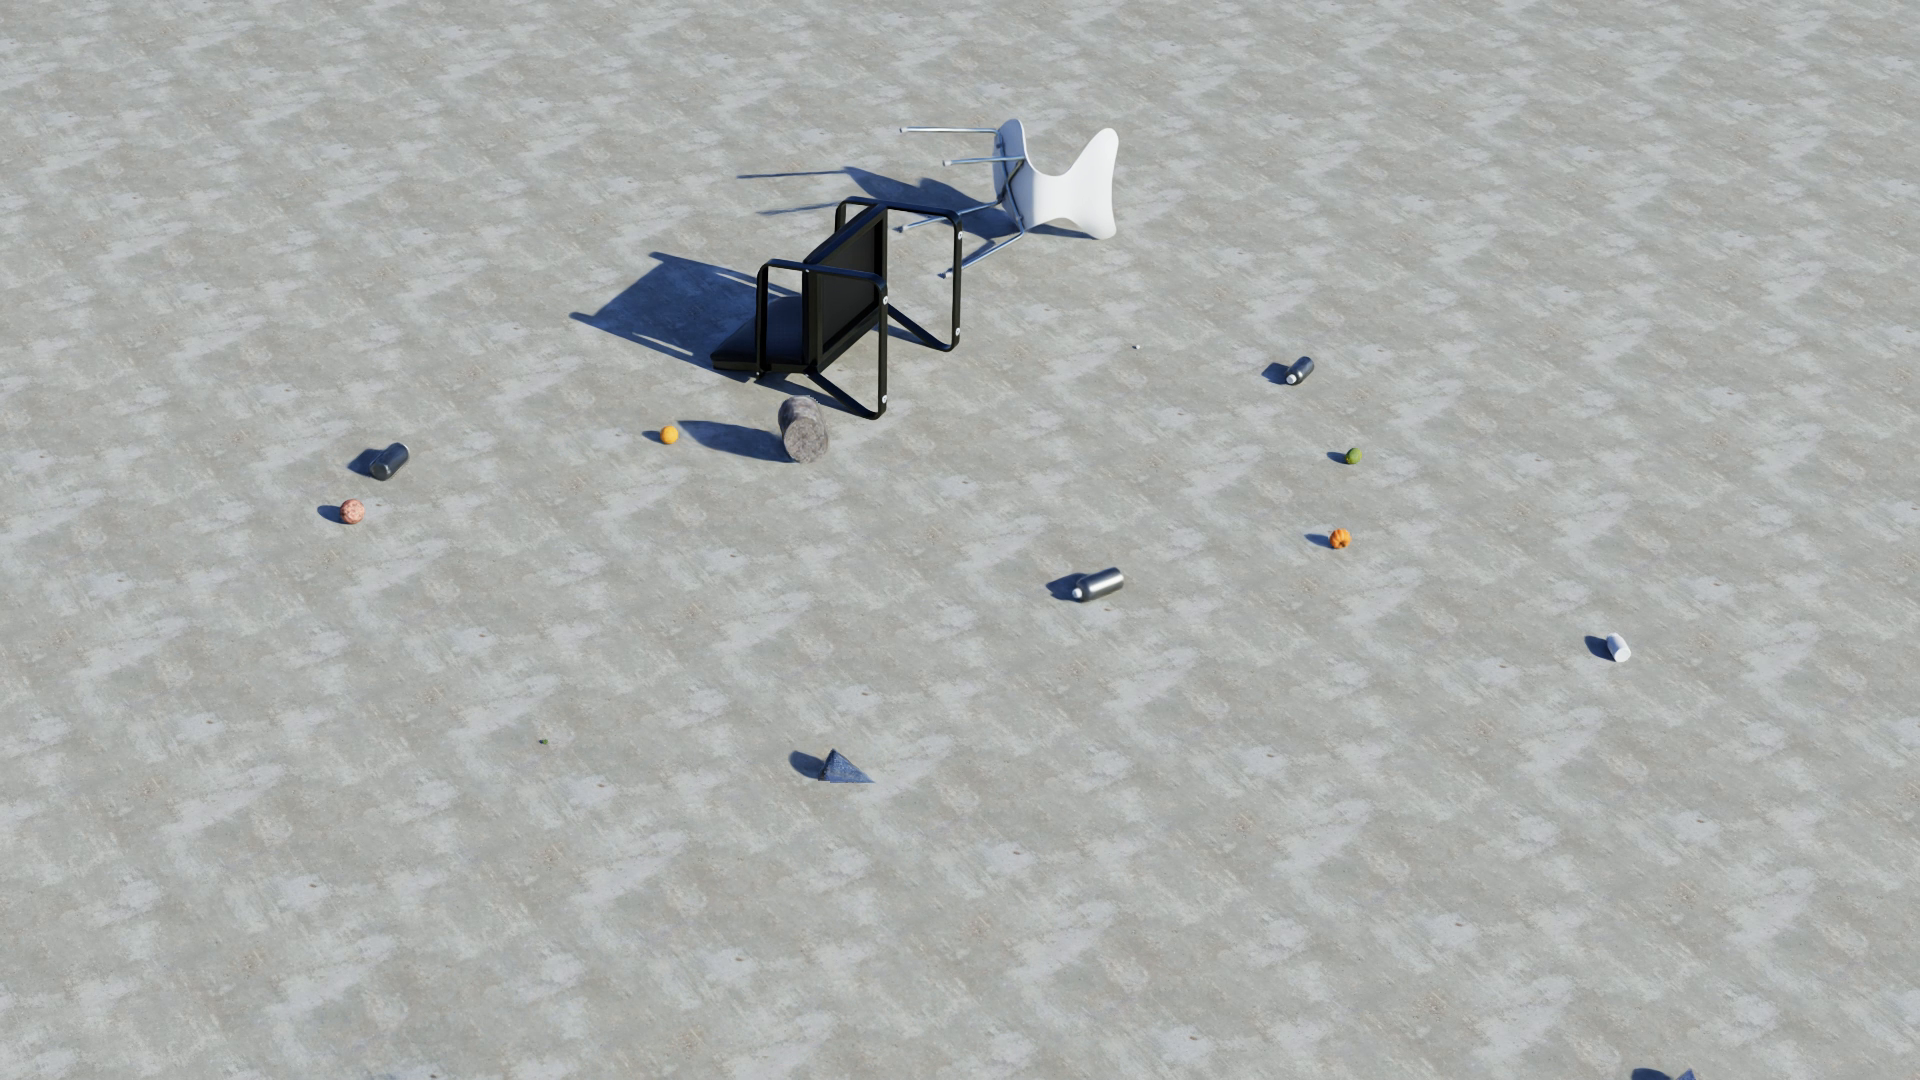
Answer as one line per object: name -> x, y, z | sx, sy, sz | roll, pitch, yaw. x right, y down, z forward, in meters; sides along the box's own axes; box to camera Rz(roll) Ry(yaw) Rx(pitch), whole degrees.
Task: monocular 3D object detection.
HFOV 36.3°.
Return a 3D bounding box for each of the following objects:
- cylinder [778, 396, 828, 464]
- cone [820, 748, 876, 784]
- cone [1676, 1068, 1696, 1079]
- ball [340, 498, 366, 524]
cylinder -> -0.605, -0.425, 11.305 | 0.168, 0.300, 0.109 | -18, 56, -2
cone -> -0.358, 0.774, 9.725 | 0.182, 0.094, 0.111 | 22, 78, 4
cone -> 2.032, 1.631, 8.423 | 0.197, 0.103, 0.239 | -14, 35, 6
ball -> -2.284, -0.108, 11.022 | 0.094, 0.094, 0.094 | 0, 33, 0
